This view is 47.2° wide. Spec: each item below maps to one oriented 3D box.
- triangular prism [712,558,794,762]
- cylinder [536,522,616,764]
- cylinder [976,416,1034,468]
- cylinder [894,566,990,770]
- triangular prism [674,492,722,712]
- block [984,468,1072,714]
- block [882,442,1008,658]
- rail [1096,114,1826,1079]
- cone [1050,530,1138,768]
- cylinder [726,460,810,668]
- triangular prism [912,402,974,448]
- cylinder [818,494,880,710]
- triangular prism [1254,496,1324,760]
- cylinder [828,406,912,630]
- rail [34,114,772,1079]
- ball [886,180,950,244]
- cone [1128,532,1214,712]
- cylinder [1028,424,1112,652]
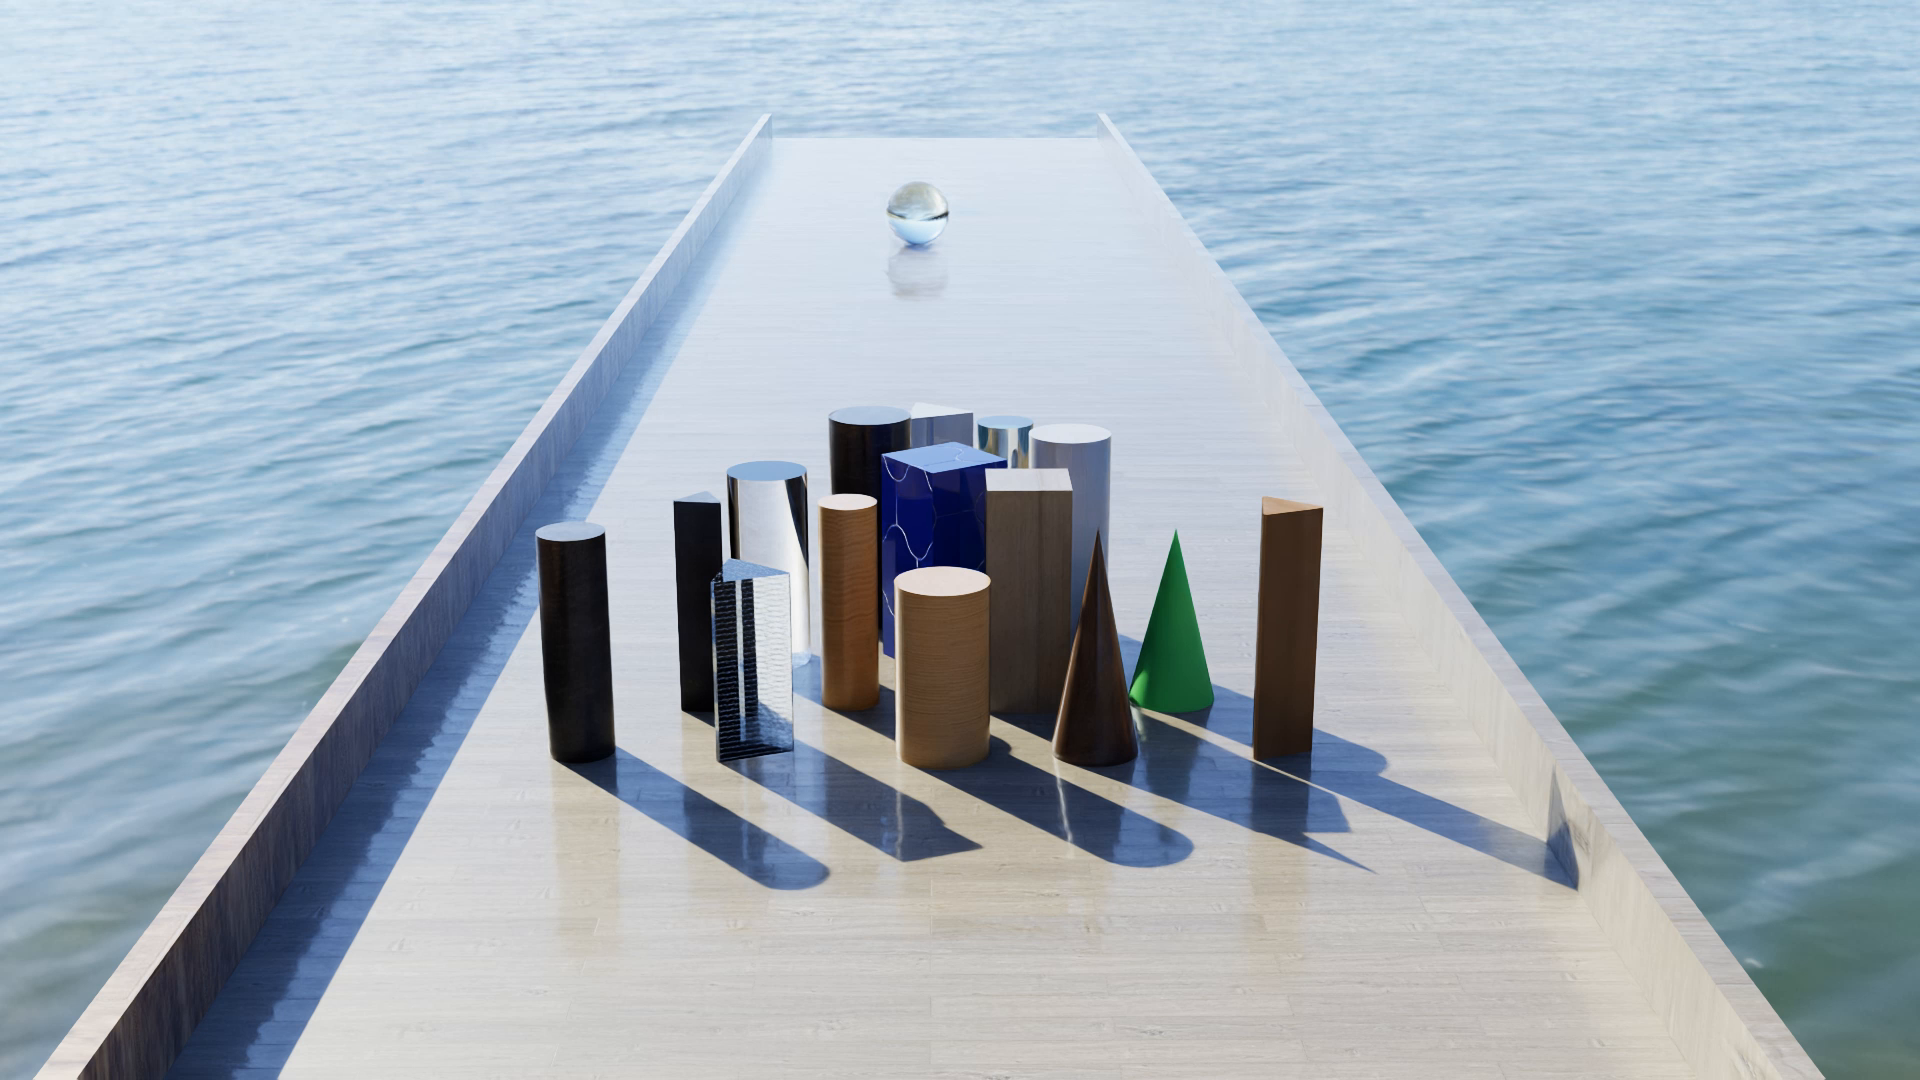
[{"bbox_3d":[-0.388,0.210,3.936,0.143,0.334,0.124,-7,18,-22],"label":"triangular prism"},{"bbox_3d":[-0.680,0.182,3.895,0.121,0.411,0.121,0,17,0],"label":"cylinder"},{"bbox_3d":[0.093,-0.040,4.612,0.117,0.427,0.117,0,17,0],"label":"cylinder"},{"bbox_3d":[-0.031,0.226,3.902,0.170,0.322,0.170,0,17,0],"label":"cylinder"},{"bbox_3d":[-0.477,0.116,4.118,0.088,0.410,0.076,2,17,8],"label":"triangular prism"},{"bbox_3d":[0.126,0.096,4.144,0.156,0.434,0.156,0,17,-1],"label":"block"},{"bbox_3d":[-0.032,0.037,4.373,0.178,0.416,0.178,-11,20,-34],"label":"block"},{"bbox_3d":[0.932,-0.844,7.801,0.050,0.150,12.000,0,17,-1],"label":"rail"},{"bbox_3d":[0.241,0.177,3.895,0.159,0.419,0.159,0,17,0],"label":"cone"},{"bbox_3d":[-0.379,0.051,4.372,0.158,0.390,0.158,0,17,0],"label":"cylinder"},{"bbox_3d":[-0.067,-0.104,4.900,0.154,0.386,0.134,-7,18,-23],"label":"triangular prism"},{"bbox_3d":[-0.209,0.118,4.140,0.110,0.394,0.110,0,17,0],"label":"cylinder"},{"bbox_3d":[0.559,0.154,3.914,0.119,0.454,0.103,-7,18,-22],"label":"triangular prism"},{"bbox_3d":[-0.187,-0.048,4.617,0.172,0.440,0.172,0,17,0],"label":"cylinder"},{"bbox_3d":[-1.118,-0.838,7.780,0.050,0.150,12.000,0,17,-1],"label":"rail"},{"bbox_3d":[-0.181,-1.415,9.507,0.273,0.273,0.273,0,17,0],"label":"ball"},{"bbox_3d":[0.405,0.139,4.166,0.166,0.339,0.166,0,17,0],"label":"cone"},{"bbox_3d":[0.217,0.009,4.392,0.163,0.458,0.163,0,17,0],"label":"cylinder"}]
